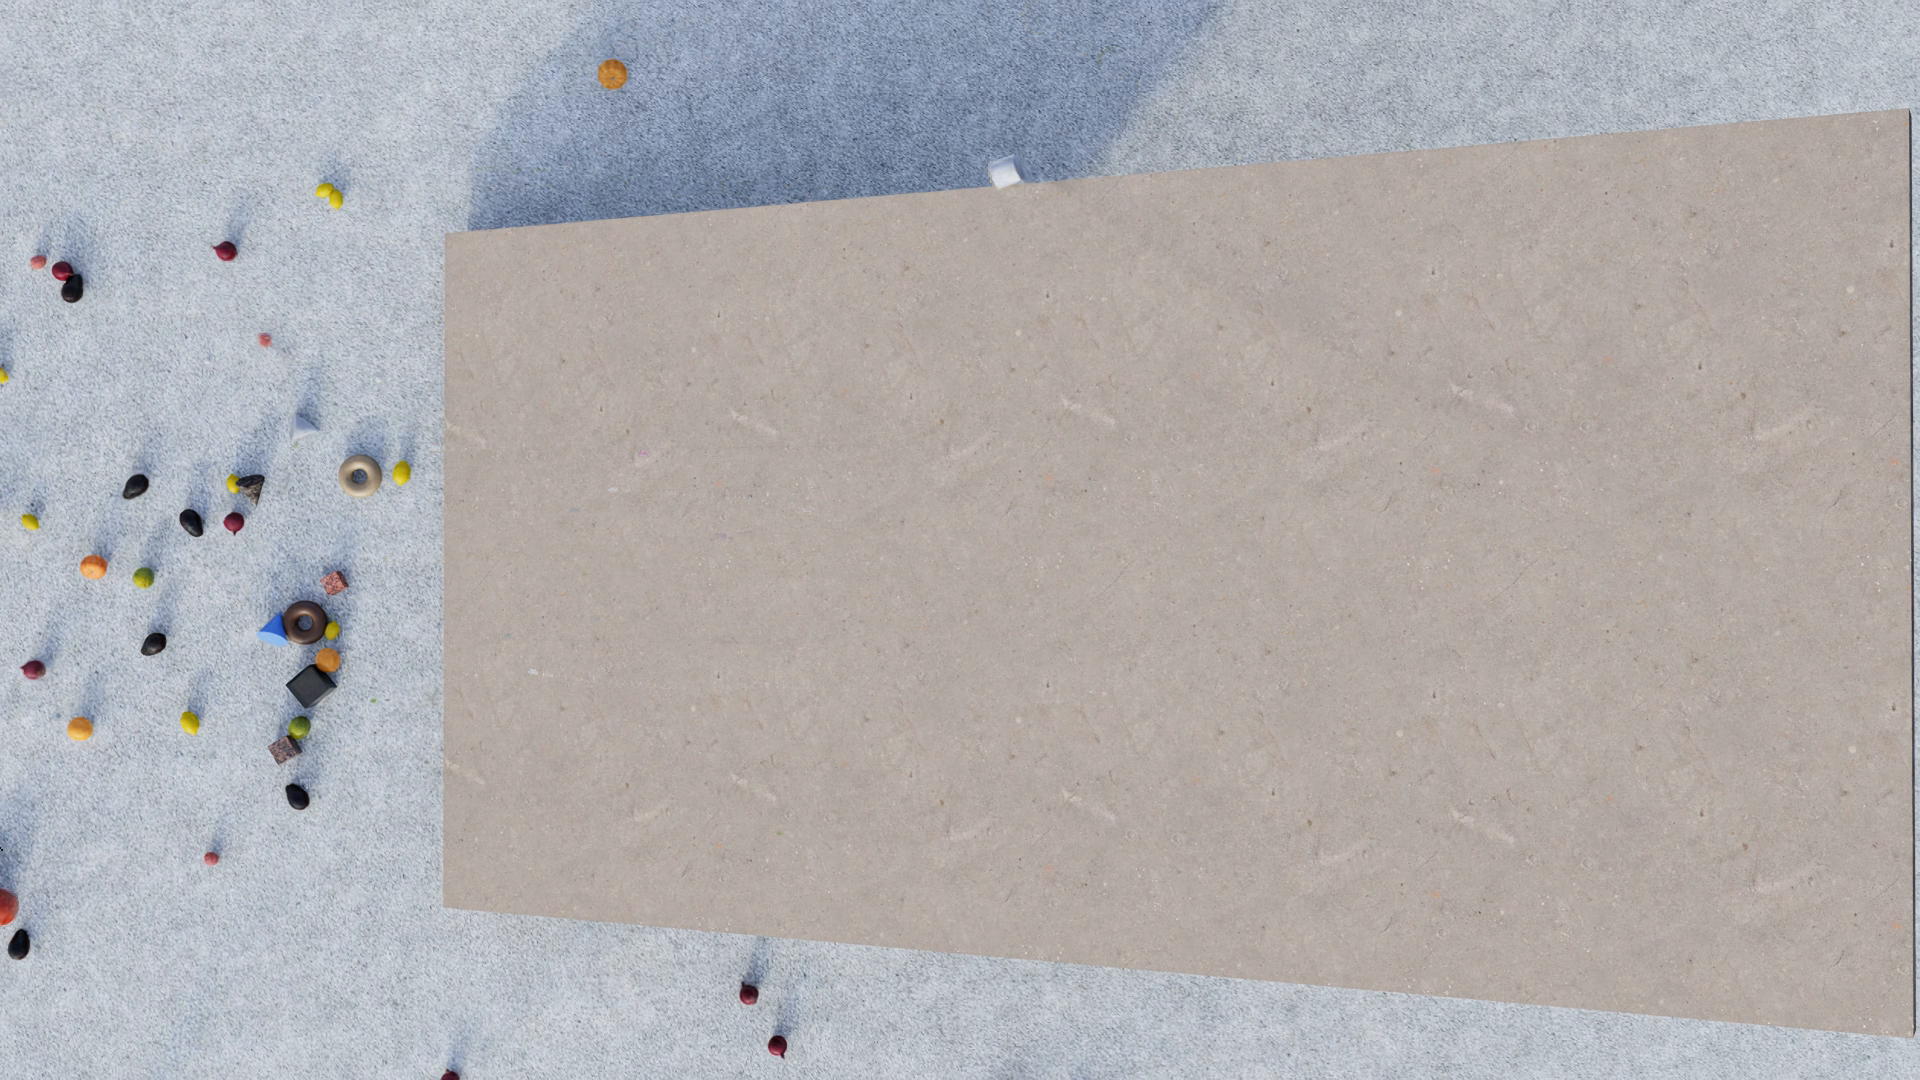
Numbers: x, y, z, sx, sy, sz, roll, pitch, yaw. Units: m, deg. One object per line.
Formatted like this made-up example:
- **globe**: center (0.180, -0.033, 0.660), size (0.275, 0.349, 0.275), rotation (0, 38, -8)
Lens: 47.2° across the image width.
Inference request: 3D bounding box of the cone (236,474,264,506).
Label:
- **cone**: center (-2.119, -0.139, 6.594), size (0.086, 0.086, 0.086), rotation (-6, 116, 0)

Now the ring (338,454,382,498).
- **ring**: center (-1.798, -0.191, 6.593), size (0.131, 0.044, 0.131), rotation (0, 90, -1)

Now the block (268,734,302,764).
- **block**: center (-2.017, 0.626, 6.573), size (0.064, 0.064, 0.064), rotation (-30, 89, 0)

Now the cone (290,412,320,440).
- **cone**: center (-1.958, -0.335, 6.596), size (0.085, 0.085, 0.085), rotation (7, 89, -27)

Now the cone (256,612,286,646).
- **cone**: center (-2.049, 0.254, 6.589), size (0.091, 0.091, 0.091), rotation (10, 63, 0)

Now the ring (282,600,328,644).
- **ring**: center (-1.961, 0.248, 6.587), size (0.134, 0.045, 0.134), rotation (0, 90, -1)

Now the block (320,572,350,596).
- **block**: center (-1.872, 0.130, 6.583), size (0.054, 0.054, 0.054), rotation (-28, 89, 0)

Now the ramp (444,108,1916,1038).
- **ramp**: center (0.279, 0.079, 5.668), size (4.000, 0.100, 2.000), rotation (0, 89, 27)

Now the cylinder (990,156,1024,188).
- **cylinder**: center (0.122, -0.948, 5.674), size (0.066, 0.066, 0.066), rotation (-17, 89, 20)

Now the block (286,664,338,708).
- **block**: center (-1.935, 0.436, 6.561), size (0.092, 0.092, 0.092), rotation (-40, 90, 0)
